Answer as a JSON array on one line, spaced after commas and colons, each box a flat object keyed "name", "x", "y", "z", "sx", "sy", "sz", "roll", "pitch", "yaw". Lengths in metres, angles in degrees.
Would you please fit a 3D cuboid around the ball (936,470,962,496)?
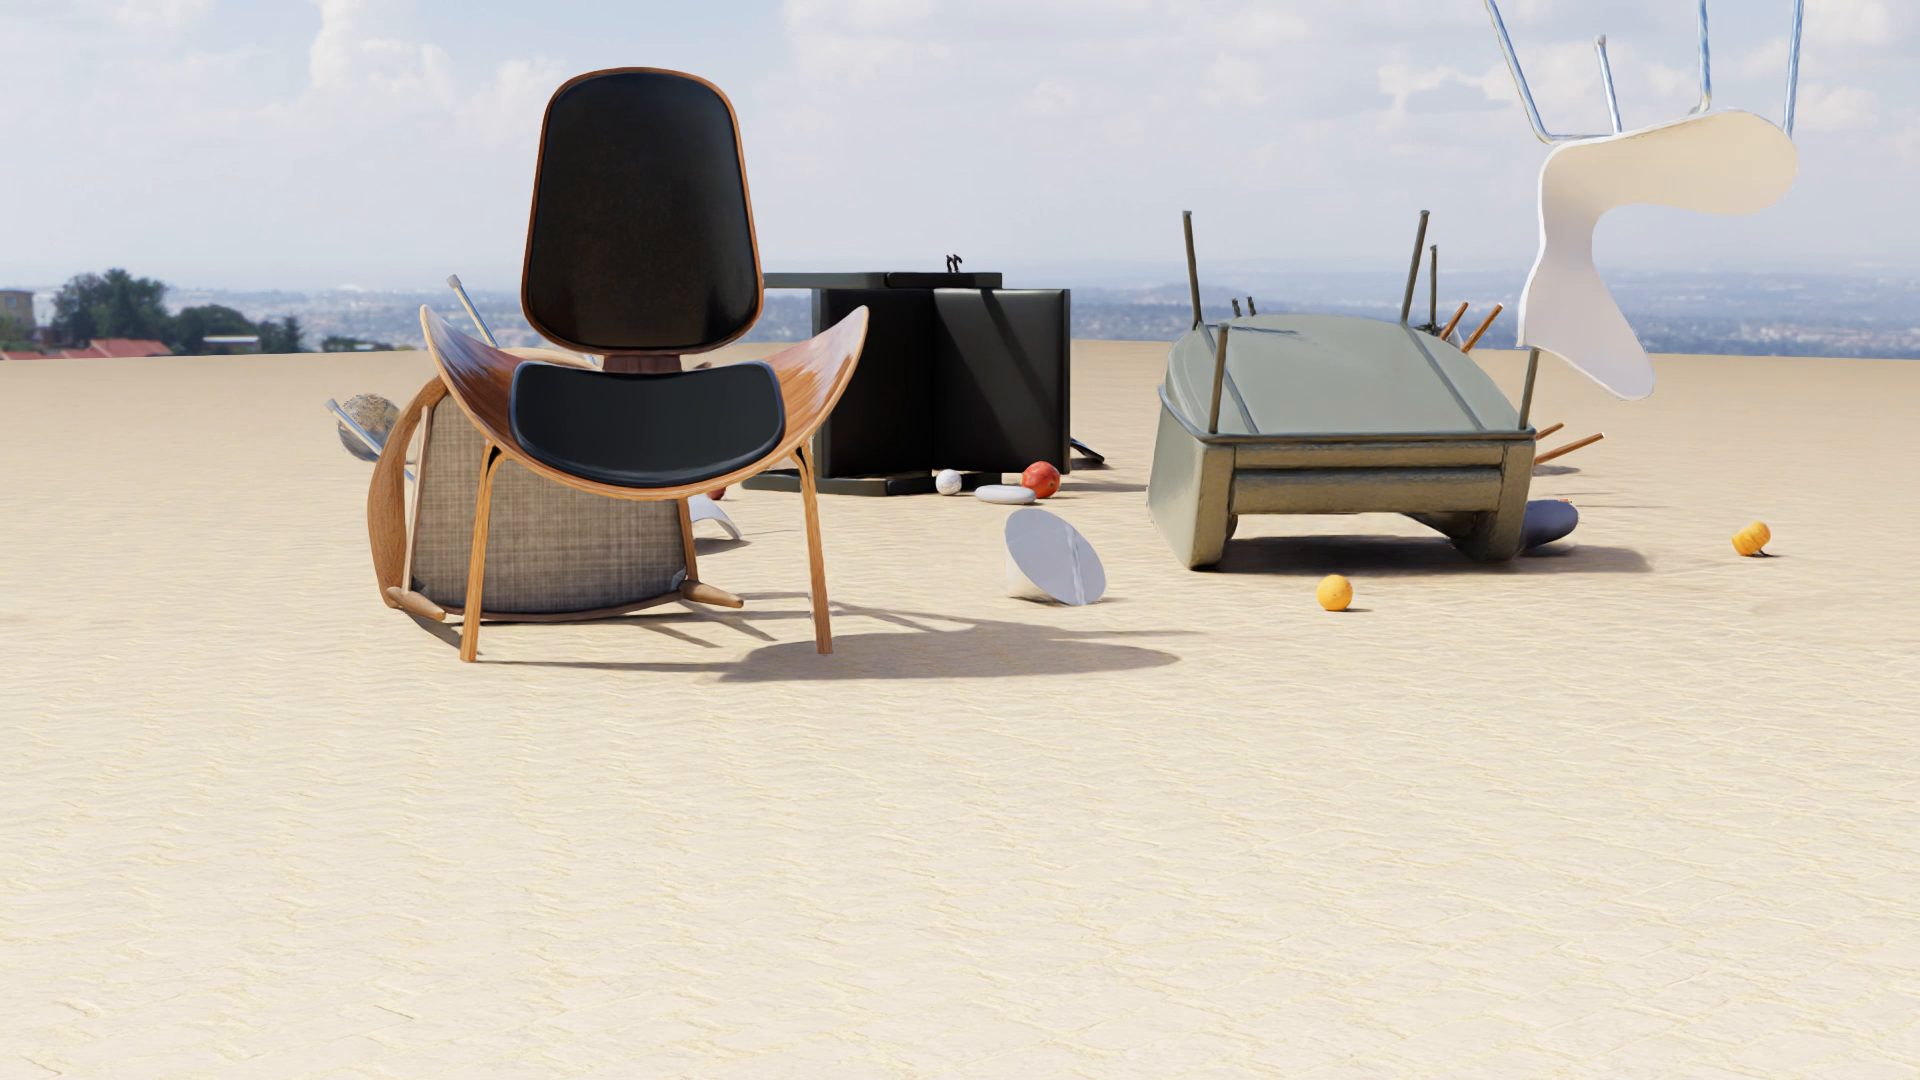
[{"name": "ball", "x": -0.033, "y": -0.172, "z": 7.695, "sx": 0.080, "sy": 0.080, "sz": 0.080, "roll": 0, "pitch": 6, "yaw": 0}]

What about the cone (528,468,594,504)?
[{"name": "cone", "x": -1.154, "y": -0.133, "z": 7.469, "sx": 0.198, "sy": 0.084, "sz": 0.144, "roll": 16, "pitch": 20, "yaw": -21}]

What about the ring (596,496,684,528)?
[{"name": "ring", "x": -0.845, "y": -0.074, "z": 6.758, "sx": 0.235, "sy": 0.077, "sz": 0.155, "roll": 2, "pitch": 5, "yaw": 9}]

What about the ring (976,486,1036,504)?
[{"name": "ring", "x": 0.132, "y": -0.131, "z": 7.467, "sx": 0.119, "sy": 0.045, "sz": 0.257, "roll": -5, "pitch": 7, "yaw": -35}]

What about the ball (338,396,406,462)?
[{"name": "ball", "x": -2.087, "y": -0.396, "z": 9.100, "sx": 0.236, "sy": 0.236, "sz": 0.236, "roll": 0, "pitch": 6, "yaw": 0}]

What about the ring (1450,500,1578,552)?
[{"name": "ring", "x": 1.328, "y": -0.032, "z": 6.162, "sx": 0.272, "sy": 0.085, "sz": 0.352, "roll": -16, "pitch": 6, "yaw": -28}]

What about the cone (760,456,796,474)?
[{"name": "cone", "x": -0.611, "y": -0.238, "z": 8.575, "sx": 0.122, "sy": 0.077, "sz": 0.047, "roll": -10, "pitch": -31, "yaw": -18}]

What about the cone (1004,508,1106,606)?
[{"name": "cone", "x": 0.146, "y": 0.075, "z": 5.220, "sx": 0.252, "sy": 0.208, "sz": 0.170, "roll": 34, "pitch": -46, "yaw": -16}]

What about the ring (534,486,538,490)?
[{"name": "ring", "x": -1.237, "y": -0.167, "z": 7.897, "sx": 0.149, "sy": 0.028, "sz": 0.120, "roll": -1, "pitch": 5, "yaw": -12}]
